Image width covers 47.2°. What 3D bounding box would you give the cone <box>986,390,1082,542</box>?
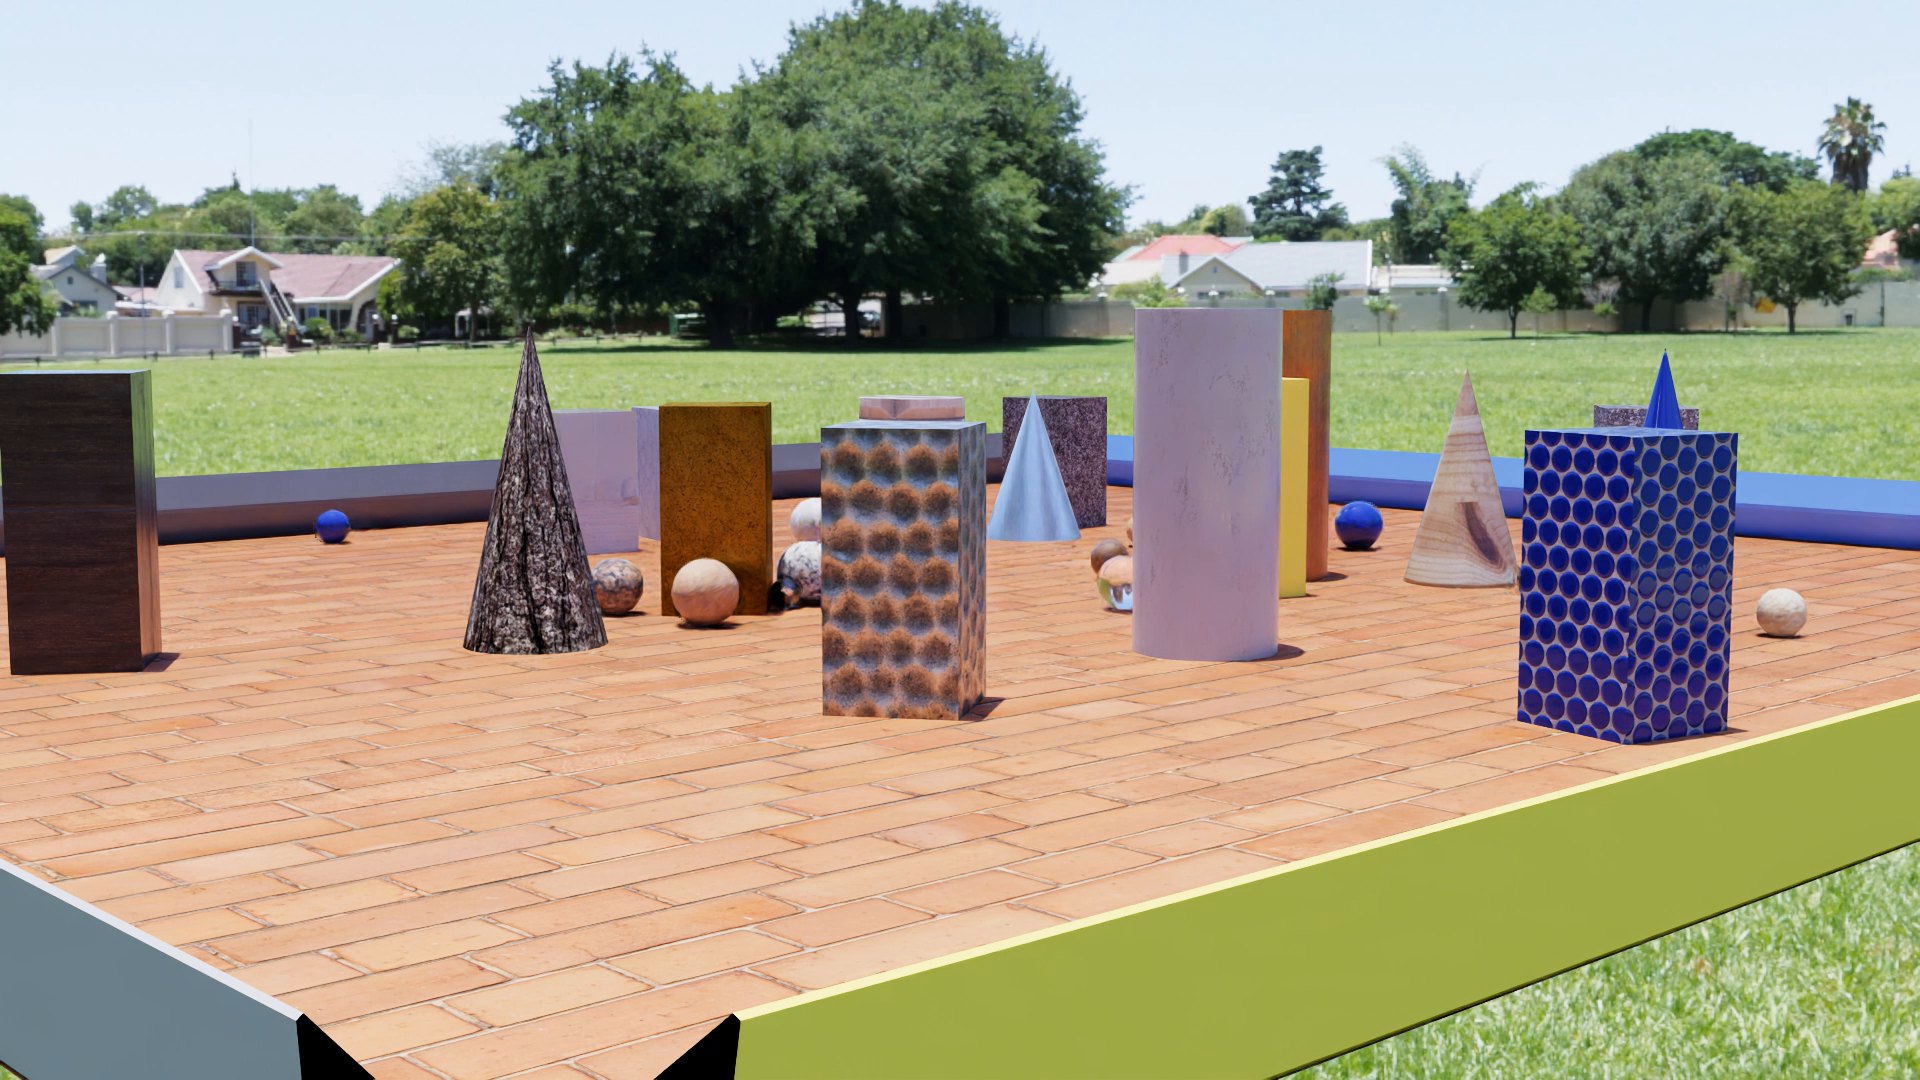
[{"bbox_3d":[0.142,-0.149,4.279,0.190,0.288,0.190,0,6,0],"label":"cone"}]

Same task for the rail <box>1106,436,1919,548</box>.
[{"bbox_3d":[1.311,-0.095,4.535,0.045,0.124,3.303,-6,8,-42],"label":"rail"}]

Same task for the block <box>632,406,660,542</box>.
[{"bbox_3d":[-0.541,-0.133,4.291,0.152,0.252,0.152,-3,7,-28],"label":"block"}]

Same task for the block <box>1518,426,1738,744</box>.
[{"bbox_3d":[0.707,0.042,2.336,0.152,0.315,0.152,-4,7,-30],"label":"block"}]

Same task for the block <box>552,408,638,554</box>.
[{"bbox_3d":[-0.697,-0.109,4.048,0.152,0.257,0.152,-4,7,-36],"label":"block"}]

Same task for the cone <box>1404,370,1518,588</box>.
[{"bbox_3d":[0.821,-0.105,3.575,0.190,0.349,0.190,0,6,0],"label":"cone"}]

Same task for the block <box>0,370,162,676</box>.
[{"bbox_3d":[-1.096,-0.027,2.747,0.152,0.366,0.152,-1,6,-11],"label":"block"}]

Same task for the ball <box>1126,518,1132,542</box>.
[{"bbox_3d":[0.342,-0.019,4.127,0.061,0.061,0.061,0,6,0],"label":"ball"}]

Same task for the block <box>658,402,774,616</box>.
[{"bbox_3d":[-0.358,-0.049,3.250,0.152,0.304,0.152,0,6,-1],"label":"block"}]

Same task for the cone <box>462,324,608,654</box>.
[{"bbox_3d":[-0.564,-0.074,2.904,0.190,0.426,0.190,0,6,0],"label":"cone"}]

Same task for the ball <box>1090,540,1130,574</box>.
[{"bbox_3d":[0.247,0.032,3.618,0.066,0.066,0.066,0,6,0],"label":"ball"}]

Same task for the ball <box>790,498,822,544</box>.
[{"bbox_3d":[-0.268,-0.030,4.072,0.095,0.095,0.095,0,6,0],"label":"ball"}]

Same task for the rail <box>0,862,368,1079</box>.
[{"bbox_3d":[-1.311,0.159,2.129,0.045,0.124,3.303,-6,8,-42],"label":"rail"}]

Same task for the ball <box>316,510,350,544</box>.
[{"bbox_3d":[-1.190,-0.025,4.173,0.063,0.063,0.063,0,6,0],"label":"ball"}]

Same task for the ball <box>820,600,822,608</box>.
[{"bbox_3d":[-0.175,0.091,3.140,0.049,0.049,0.049,0,6,0],"label":"ball"}]

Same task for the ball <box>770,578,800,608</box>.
[{"bbox_3d":[-0.259,0.079,3.265,0.046,0.046,0.046,0,6,0],"label":"ball"}]

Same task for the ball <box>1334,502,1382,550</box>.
[{"bbox_3d":[0.738,-0.027,4.069,0.088,0.088,0.088,0,6,0],"label":"ball"}]

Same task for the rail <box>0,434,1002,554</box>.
[{"bbox_3d":[-1.104,-0.093,4.522,3.616,0.124,0.045,-6,8,-42],"label":"rail"}]

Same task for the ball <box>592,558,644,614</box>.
[{"bbox_3d":[-0.503,0.067,3.206,0.083,0.083,0.083,0,6,0],"label":"ball"}]

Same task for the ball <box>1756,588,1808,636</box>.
[{"bbox_3d":[1.117,0.098,2.988,0.066,0.066,0.066,0,6,0],"label":"ball"}]

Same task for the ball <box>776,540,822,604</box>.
[{"bbox_3d":[-0.230,0.048,3.328,0.094,0.094,0.094,0,6,0],"label":"ball"}]

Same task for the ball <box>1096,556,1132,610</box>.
[{"bbox_3d":[0.243,0.063,3.256,0.081,0.081,0.081,0,6,0],"label":"ball"}]

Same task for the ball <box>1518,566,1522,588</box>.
[{"bbox_3d":[0.871,0.058,3.251,0.090,0.090,0.090,0,6,0],"label":"ball"}]

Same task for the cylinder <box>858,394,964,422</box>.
[{"bbox_3d":[-0.086,-0.114,3.954,0.190,0.286,0.190,0,6,0],"label":"cylinder"}]

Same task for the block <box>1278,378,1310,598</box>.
[{"bbox_3d":[0.434,-0.084,3.428,0.152,0.336,0.152,-3,7,-27],"label":"block"}]

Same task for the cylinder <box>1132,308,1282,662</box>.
[{"bbox_3d":[0.320,-0.077,2.851,0.190,0.444,0.190,0,6,0],"label":"cylinder"}]

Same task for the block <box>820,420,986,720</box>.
[{"bbox_3d":[-0.060,0.029,2.453,0.152,0.316,0.152,1,6,12],"label":"block"}]

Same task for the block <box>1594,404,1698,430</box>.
[{"bbox_3d":[1.188,-0.095,3.826,0.152,0.274,0.152,1,6,8],"label":"block"}]

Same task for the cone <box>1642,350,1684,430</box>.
[{"bbox_3d":[0.980,-0.074,3.076,0.190,0.390,0.190,0,6,0],"label":"cone"}]

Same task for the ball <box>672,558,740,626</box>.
[{"bbox_3d":[-0.358,0.073,3.089,0.095,0.095,0.095,0,6,0],"label":"ball"}]

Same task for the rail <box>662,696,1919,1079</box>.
[{"bbox_3d":[1.104,0.158,2.143,3.616,0.124,0.045,-6,8,-42],"label":"rail"}]

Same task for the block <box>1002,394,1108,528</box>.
[{"bbox_3d":[0.194,-0.162,4.514,0.152,0.263,0.152,5,8,41],"label":"block"}]

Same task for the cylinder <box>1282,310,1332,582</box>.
[{"bbox_3d":[0.518,-0.160,3.653,0.190,0.441,0.190,0,6,0],"label":"cylinder"}]
